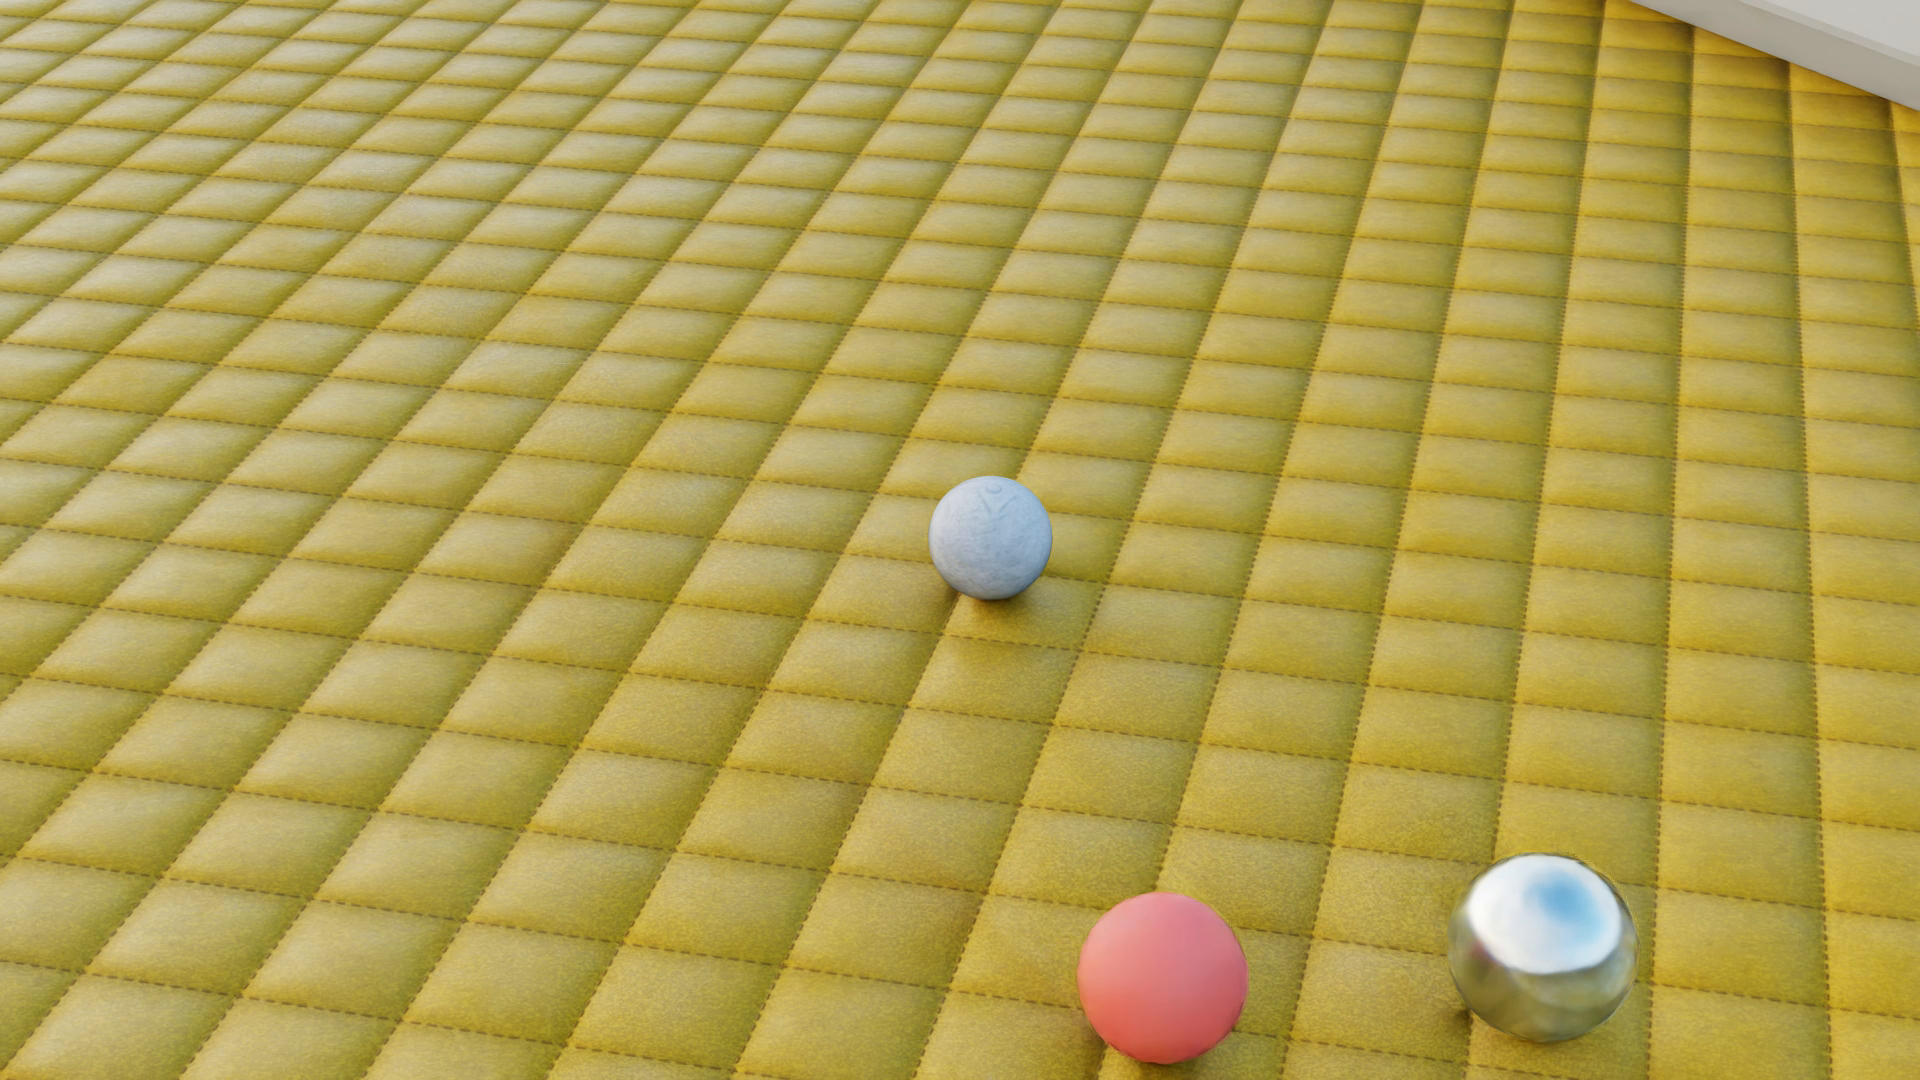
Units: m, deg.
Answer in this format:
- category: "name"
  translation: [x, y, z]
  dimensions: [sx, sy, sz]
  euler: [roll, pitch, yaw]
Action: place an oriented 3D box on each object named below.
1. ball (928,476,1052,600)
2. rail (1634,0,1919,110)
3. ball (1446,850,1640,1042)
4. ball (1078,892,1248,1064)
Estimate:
- category: "ball"
  translation: [0.019, -0.001, 1.866]
  dimensions: [0.079, 0.079, 0.079]
  euler: [0, 28, 0]
- category: "rail"
  translation: [0.426, -0.765, 3.234]
  dimensions: [0.045, 0.123, 4.458]
  euler: [-16, 32, -28]
- category: "ball"
  translation: [0.291, 0.203, 1.471]
  dimensions: [0.095, 0.095, 0.095]
  euler: [0, 28, 0]
- category: "ball"
  translation: [0.100, 0.217, 1.457]
  dimensions: [0.084, 0.084, 0.084]
  euler: [0, 28, 0]
